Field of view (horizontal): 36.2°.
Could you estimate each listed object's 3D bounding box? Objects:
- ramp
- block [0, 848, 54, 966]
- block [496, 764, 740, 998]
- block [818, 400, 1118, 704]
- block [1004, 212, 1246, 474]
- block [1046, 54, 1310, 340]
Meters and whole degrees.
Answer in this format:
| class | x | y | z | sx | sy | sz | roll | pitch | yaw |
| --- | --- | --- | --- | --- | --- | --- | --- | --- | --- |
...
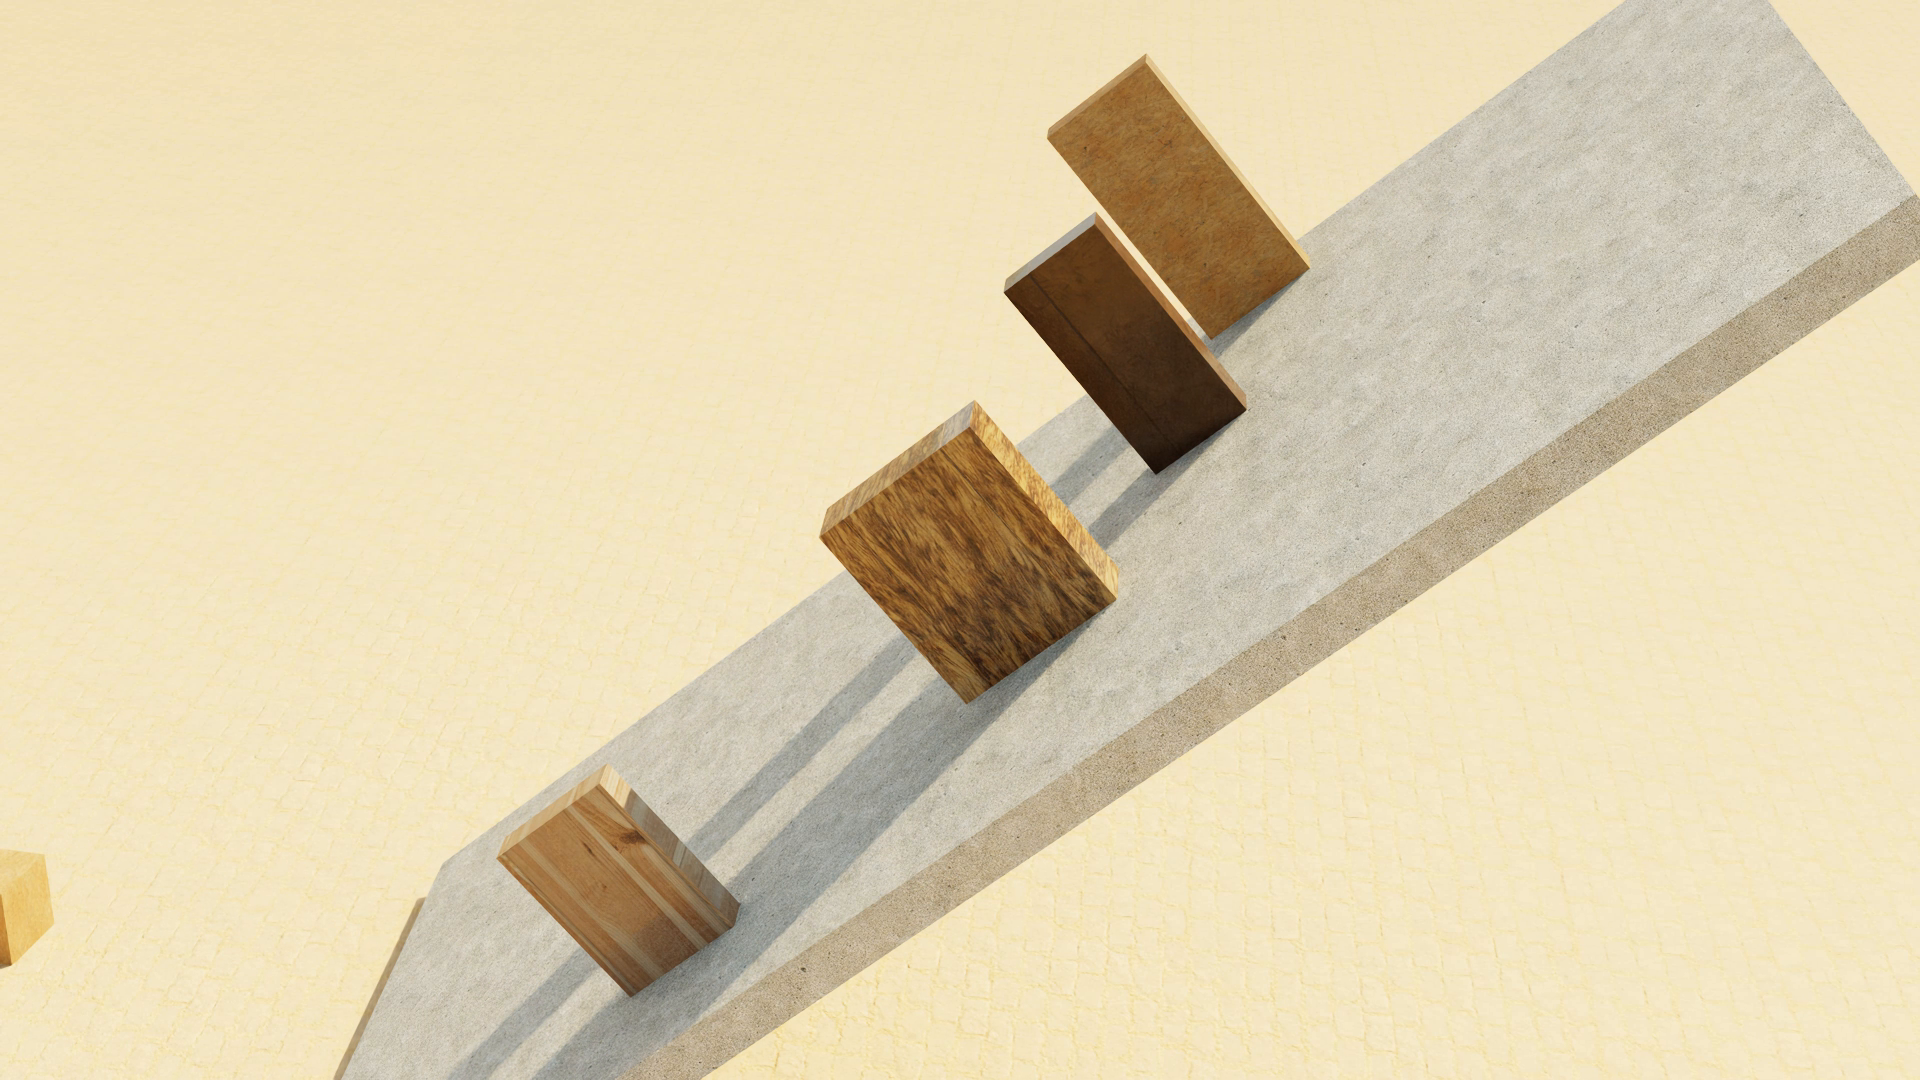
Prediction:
| class | x | y | z | sx | sy | sz | roll | pitch | yaw |
| --- | --- | --- | --- | --- | --- | --- | --- | --- | --- |
| ramp | 0.121 | 0.185 | 6.340 | 4.000 | 0.100 | 2.000 | -36 | 16 | 18 |
| block | -2.502 | 0.942 | 7.602 | 0.210 | 0.210 | 0.210 | 6 | 24 | 13 |
| block | -0.687 | 0.689 | 5.933 | 0.282 | 0.406 | 0.087 | -36 | 16 | 18 |
| block | 0.021 | 0.027 | 5.944 | 0.390 | 0.468 | 0.150 | -36 | 16 | 18 |
| block | 0.354 | -0.416 | 6.260 | 0.245 | 0.523 | 0.090 | -36 | 16 | 18 |
| block | 0.502 | -0.783 | 6.738 | 0.284 | 0.612 | 0.085 | -36 | 16 | 18 |
